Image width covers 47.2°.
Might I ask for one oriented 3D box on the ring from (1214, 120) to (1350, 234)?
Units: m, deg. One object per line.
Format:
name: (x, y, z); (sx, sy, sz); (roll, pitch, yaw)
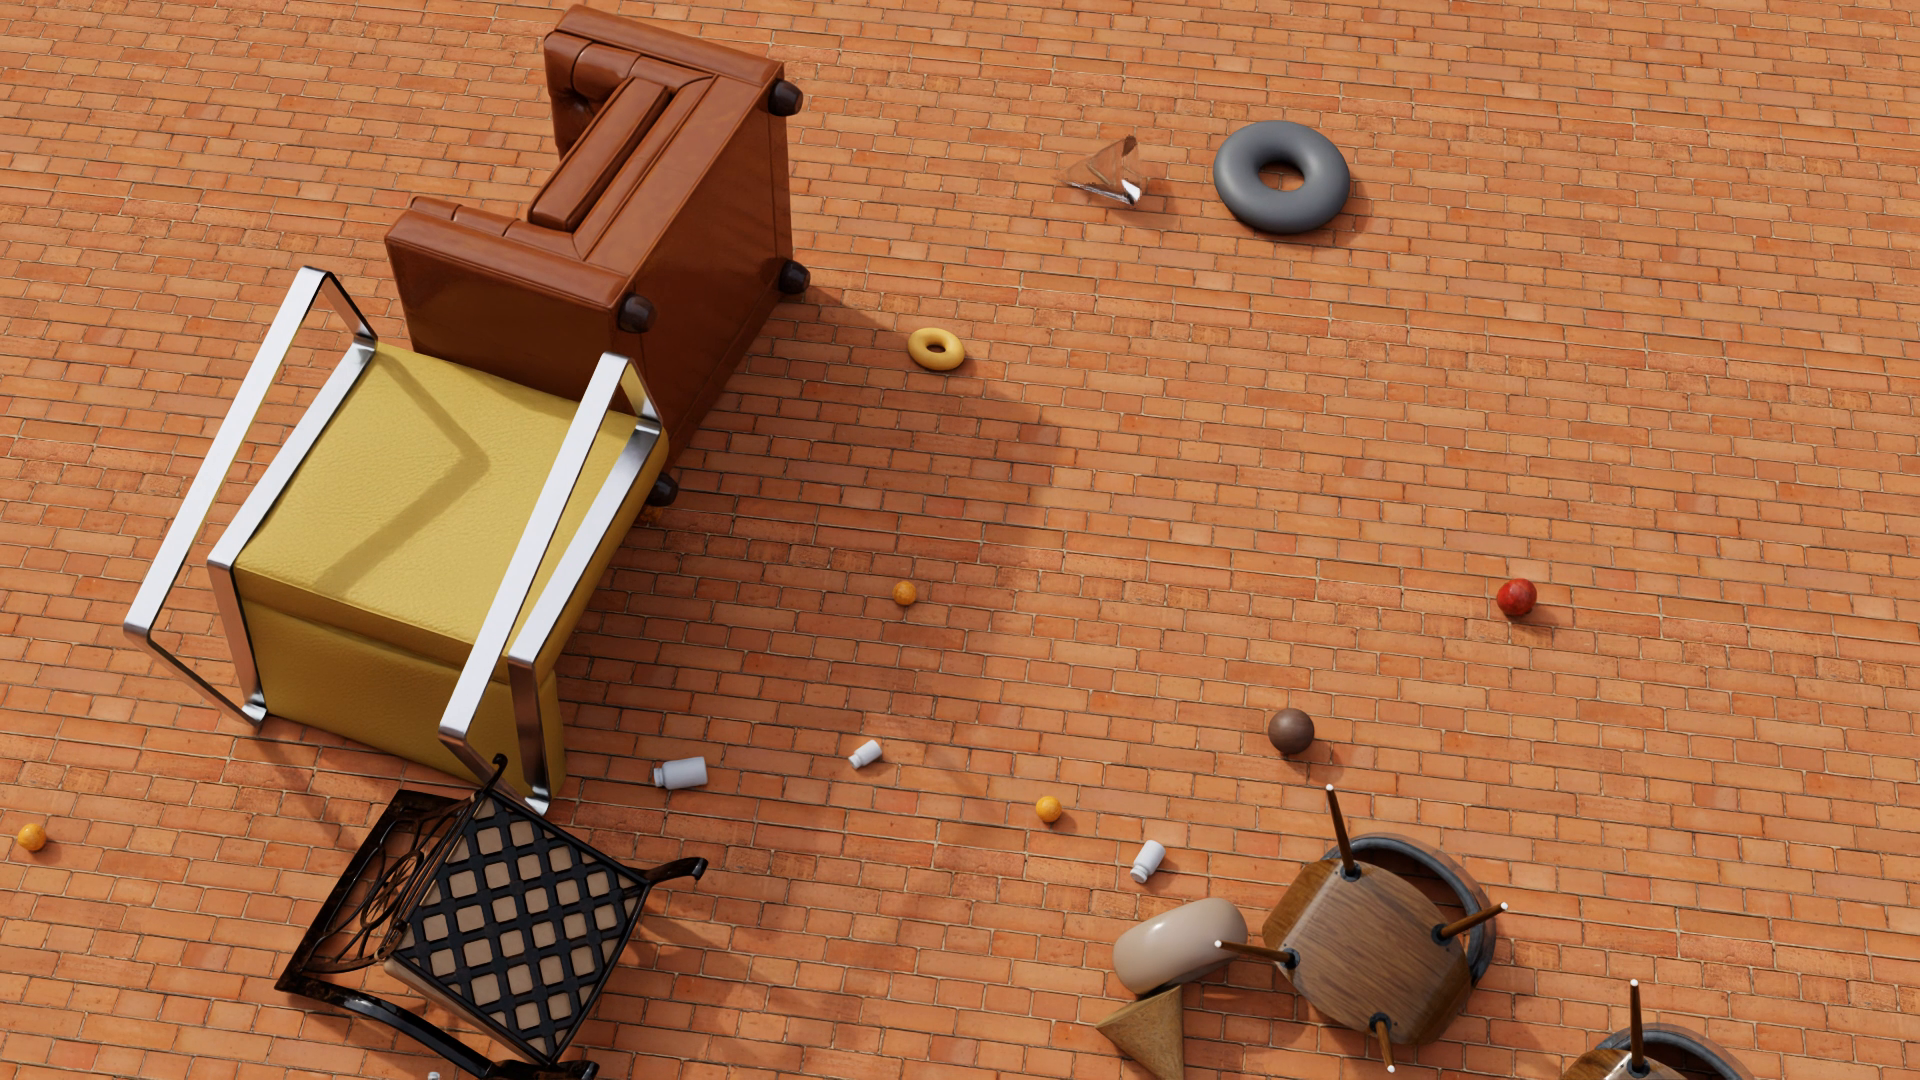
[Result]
ring: (1.070, -1.211, 7.323); (0.452, 0.108, 0.483); (-16, 58, -10)

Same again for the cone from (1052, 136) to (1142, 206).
cone: (0.437, -1.221, 7.335); (0.286, 0.199, 0.235); (-1, 76, 23)

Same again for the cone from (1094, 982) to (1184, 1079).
cone: (0.516, 1.311, 5.630); (0.256, 0.234, 0.263); (-24, 84, -21)

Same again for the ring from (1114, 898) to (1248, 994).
ring: (0.572, 1.057, 5.724); (0.364, 0.245, 0.164); (-23, 69, 2)

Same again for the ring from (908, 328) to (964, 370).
ring: (-0.075, -0.603, 6.943); (0.192, 0.060, 0.147); (23, 58, 16)
